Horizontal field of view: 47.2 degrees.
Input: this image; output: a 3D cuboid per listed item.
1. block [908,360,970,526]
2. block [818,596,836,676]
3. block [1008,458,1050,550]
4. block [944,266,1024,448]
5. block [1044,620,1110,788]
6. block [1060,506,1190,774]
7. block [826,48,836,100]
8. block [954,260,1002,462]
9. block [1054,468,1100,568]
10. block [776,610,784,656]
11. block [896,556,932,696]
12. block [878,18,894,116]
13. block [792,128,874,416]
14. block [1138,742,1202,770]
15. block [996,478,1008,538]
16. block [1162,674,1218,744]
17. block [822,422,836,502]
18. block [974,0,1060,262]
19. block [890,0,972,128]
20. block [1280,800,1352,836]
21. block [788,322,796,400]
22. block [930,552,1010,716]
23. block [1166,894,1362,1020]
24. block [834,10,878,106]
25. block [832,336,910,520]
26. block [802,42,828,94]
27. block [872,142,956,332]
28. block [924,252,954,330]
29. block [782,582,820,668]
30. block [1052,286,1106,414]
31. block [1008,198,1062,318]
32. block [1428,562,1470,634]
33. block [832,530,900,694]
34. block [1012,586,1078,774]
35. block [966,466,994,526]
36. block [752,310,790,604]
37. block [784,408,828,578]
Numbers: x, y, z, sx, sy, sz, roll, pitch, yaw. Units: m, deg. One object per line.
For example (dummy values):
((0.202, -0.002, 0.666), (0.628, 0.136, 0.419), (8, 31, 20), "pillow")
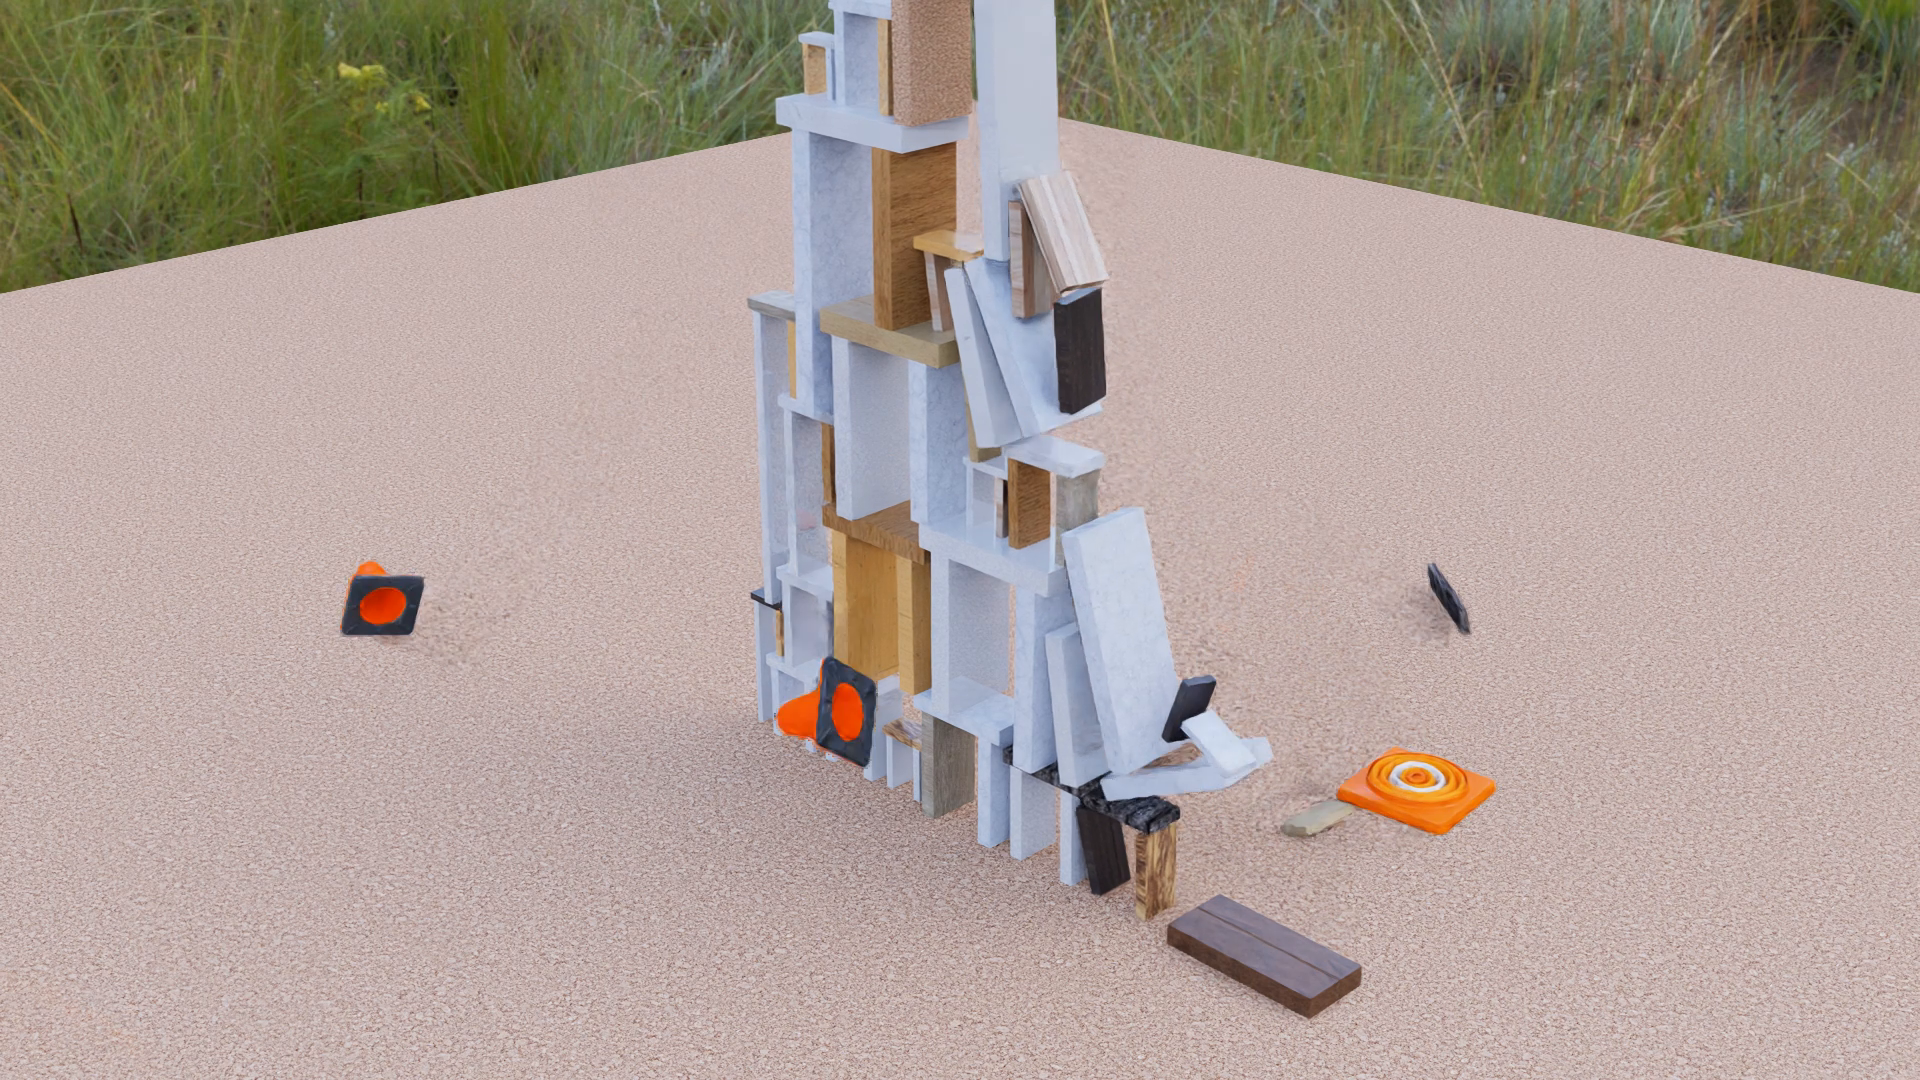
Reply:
((-0.022, -0.201, 4.160), (0.045, 0.320, 0.160), (21, 31, 41), "block")
((-0.251, 0.187, 4.574), (0.086, 0.173, 0.024), (-22, 31, -40), "block")
((0.128, -0.078, 4.055), (0.087, 0.174, 0.025), (-21, 29, -41), "block")
((0.075, -0.346, 3.999), (0.163, 0.327, 0.046), (-22, 16, -42), "block")
((0.238, 0.296, 4.098), (0.148, 0.295, 0.042), (-21, 22, -41), "block")
((0.301, 0.182, 3.989), (0.163, 0.456, 0.046), (-23, 18, -35), "block")
((-0.226, -0.872, 4.098), (0.014, 0.096, 0.048), (21, 31, 40), "block")
((0.037, -0.335, 4.050), (0.021, 0.380, 0.075), (13, 26, 43), "block")
((0.212, -0.045, 3.978), (0.087, 0.174, 0.025), (-21, 31, -40), "block")
((-0.369, 0.192, 4.704), (0.015, 0.106, 0.053), (21, 31, 41), "block")
((-0.056, 0.149, 4.351), (0.041, 0.289, 0.144), (20, 30, 41), "block")
((-0.108, -0.861, 3.977), (0.024, 0.173, 0.086), (21, 31, 40), "block")
((-0.243, -0.531, 4.265), (0.048, 0.564, 0.169), (21, 30, 40), "block")
((0.389, 0.397, 4.060), (0.136, 0.019, 0.068), (-14, 7, 45), "block")
((0.094, -0.067, 4.101), (0.017, 0.119, 0.059), (22, 31, 40), "block")
((0.413, 0.304, 3.965), (0.067, 0.133, 0.019), (-7, 39, -32), "block")
((-0.237, -0.166, 4.404), (0.024, 0.167, 0.084), (21, 31, 41), "block")
((0.101, -0.739, 3.804), (0.044, 0.489, 0.154), (17, 29, 42), "block")
((-0.050, -0.900, 3.897), (0.044, 0.308, 0.154), (20, 30, 41), "block")
((0.713, 0.556, 4.395), (0.136, 0.019, 0.068), (-20, 11, -37), "block")
((-0.306, -0.368, 4.400), (0.023, 0.159, 0.080), (21, 31, 41), "block")
((0.021, 0.159, 4.269), (0.047, 0.334, 0.167), (21, 31, 41), "block")
((0.544, 0.745, 3.952), (0.148, 0.042, 0.326), (-21, 30, -40), "block")
((-0.190, -0.894, 4.051), (0.024, 0.173, 0.086), (21, 31, 40), "block")
((-0.172, -0.237, 4.309), (0.045, 0.372, 0.160), (21, 31, 40), "block")
((-0.271, -0.890, 4.140), (0.014, 0.096, 0.048), (20, 30, 41), "block")
((-0.083, -0.572, 4.073), (0.048, 0.338, 0.169), (21, 31, 40), "block")
((-0.026, -0.469, 4.072), (0.021, 0.149, 0.075), (8, 23, 39), "block")
((-0.333, 0.166, 4.653), (0.024, 0.194, 0.086), (21, 31, 41), "block")
((0.210, -0.333, 3.848), (0.029, 0.203, 0.102), (16, 32, 36), "block")
((0.133, -0.501, 3.863), (0.029, 0.203, 0.102), (17, 28, 42), "block")
((1.179, 0.139, 5.308), (0.019, 0.067, 0.288), (-14, 22, 2), "block")
((-0.190, 0.126, 4.488), (0.041, 0.354, 0.144), (21, 31, 40), "block")
((0.177, 0.239, 4.134), (0.167, 0.376, 0.047), (-21, 31, -41), "block")
((0.039, -0.089, 4.154), (0.017, 0.119, 0.059), (22, 31, 40), "block")
((-0.379, -0.173, 4.564), (0.023, 0.645, 0.080), (21, 31, 40), "block")
((-0.316, -0.106, 4.514), (0.024, 0.365, 0.084), (21, 31, 41), "block")
